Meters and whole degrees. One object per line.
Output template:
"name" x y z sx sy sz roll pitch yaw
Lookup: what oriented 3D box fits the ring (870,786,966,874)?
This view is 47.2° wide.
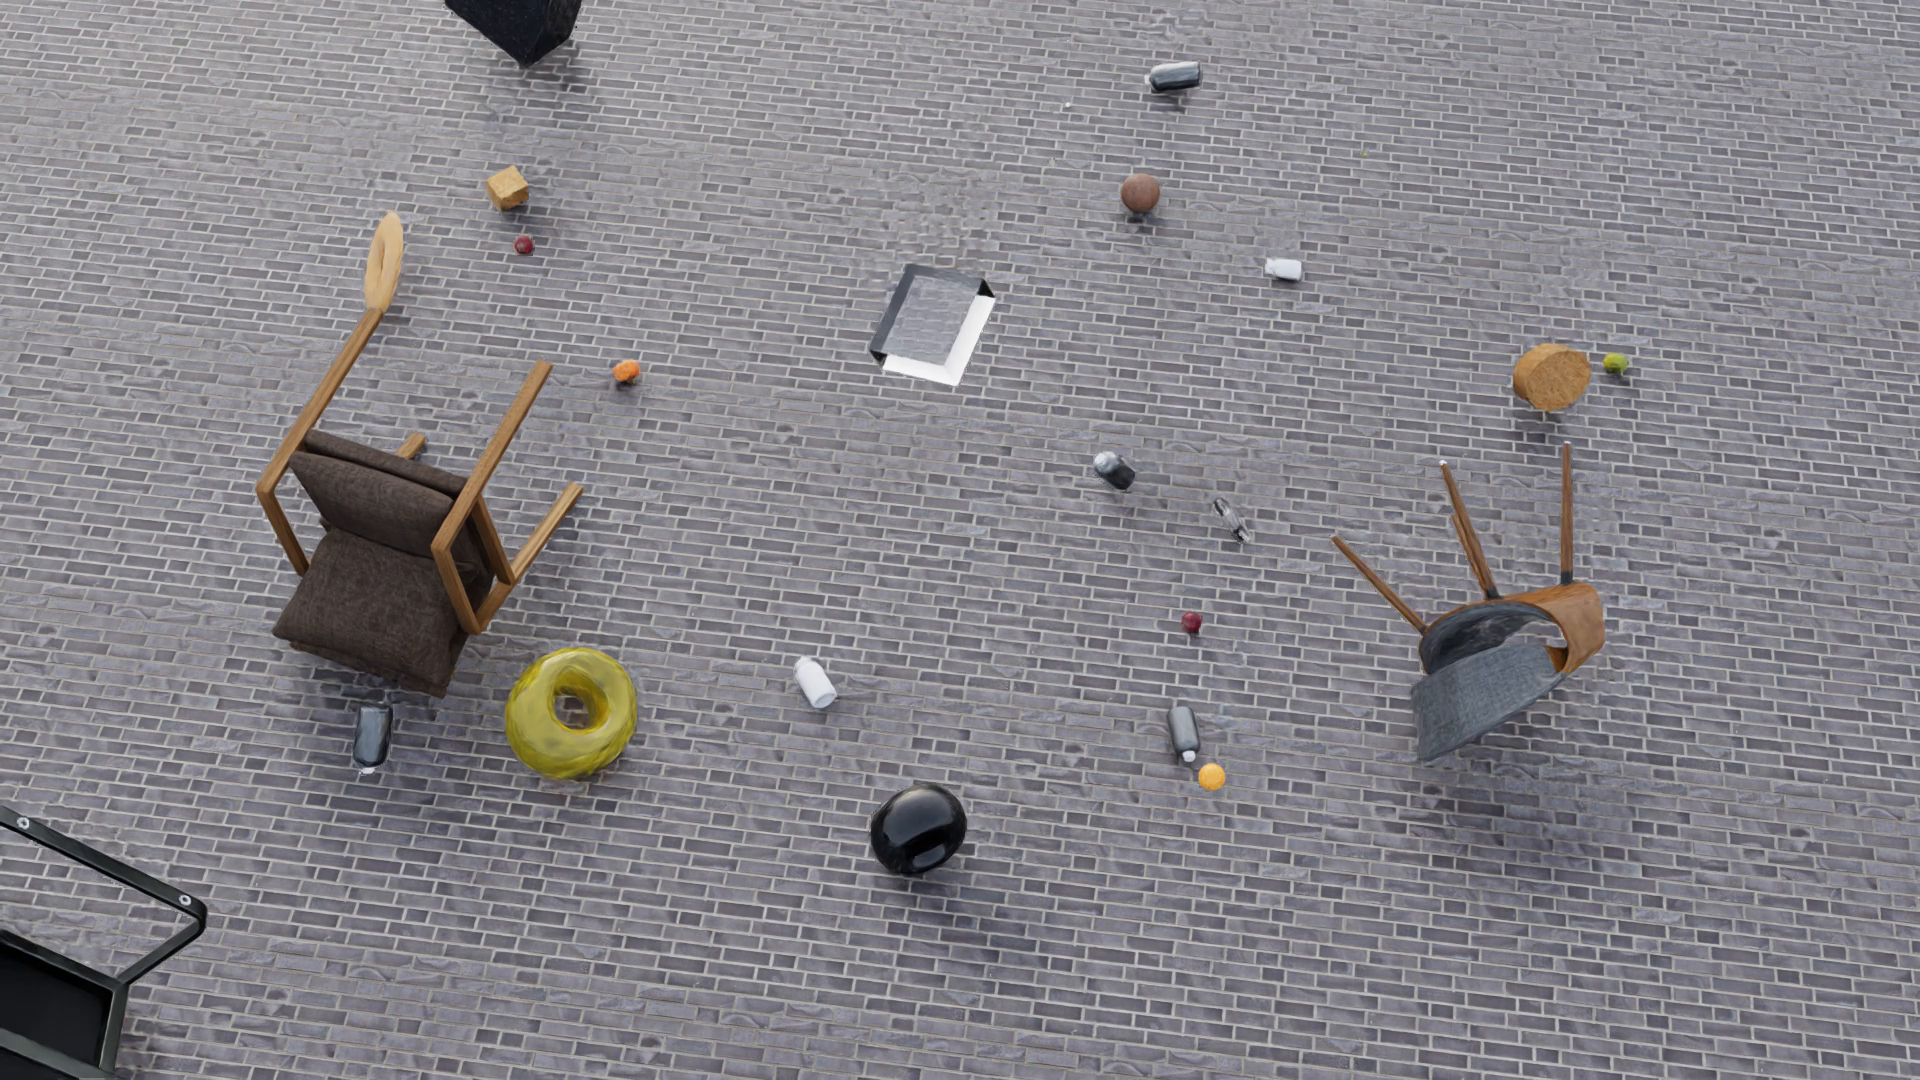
"ring" -0.112 0.777 5.903 0.269 0.248 0.150 -39 51 11

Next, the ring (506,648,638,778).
"ring" -1.074 0.478 6.088 0.350 0.178 0.406 43 47 -5

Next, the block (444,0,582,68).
"block" -1.511 -1.911 7.547 0.365 0.367 0.246 38 49 2

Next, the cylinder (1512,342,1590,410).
"cylinder" 1.813 -0.502 6.747 0.213 0.139 0.169 -37 104 6

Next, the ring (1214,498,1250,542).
"ring" 0.808 -0.061 6.526 0.037 0.178 0.137 -36 39 10

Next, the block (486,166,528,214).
"block" -1.498 -1.160 7.276 0.105 0.103 0.085 -34 81 -19

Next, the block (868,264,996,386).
"block" -0.082 -0.643 6.537 0.260 0.116 0.303 15 71 27

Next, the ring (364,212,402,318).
"ring" -1.834 -0.873 6.999 0.053 0.350 0.165 3 18 -41
